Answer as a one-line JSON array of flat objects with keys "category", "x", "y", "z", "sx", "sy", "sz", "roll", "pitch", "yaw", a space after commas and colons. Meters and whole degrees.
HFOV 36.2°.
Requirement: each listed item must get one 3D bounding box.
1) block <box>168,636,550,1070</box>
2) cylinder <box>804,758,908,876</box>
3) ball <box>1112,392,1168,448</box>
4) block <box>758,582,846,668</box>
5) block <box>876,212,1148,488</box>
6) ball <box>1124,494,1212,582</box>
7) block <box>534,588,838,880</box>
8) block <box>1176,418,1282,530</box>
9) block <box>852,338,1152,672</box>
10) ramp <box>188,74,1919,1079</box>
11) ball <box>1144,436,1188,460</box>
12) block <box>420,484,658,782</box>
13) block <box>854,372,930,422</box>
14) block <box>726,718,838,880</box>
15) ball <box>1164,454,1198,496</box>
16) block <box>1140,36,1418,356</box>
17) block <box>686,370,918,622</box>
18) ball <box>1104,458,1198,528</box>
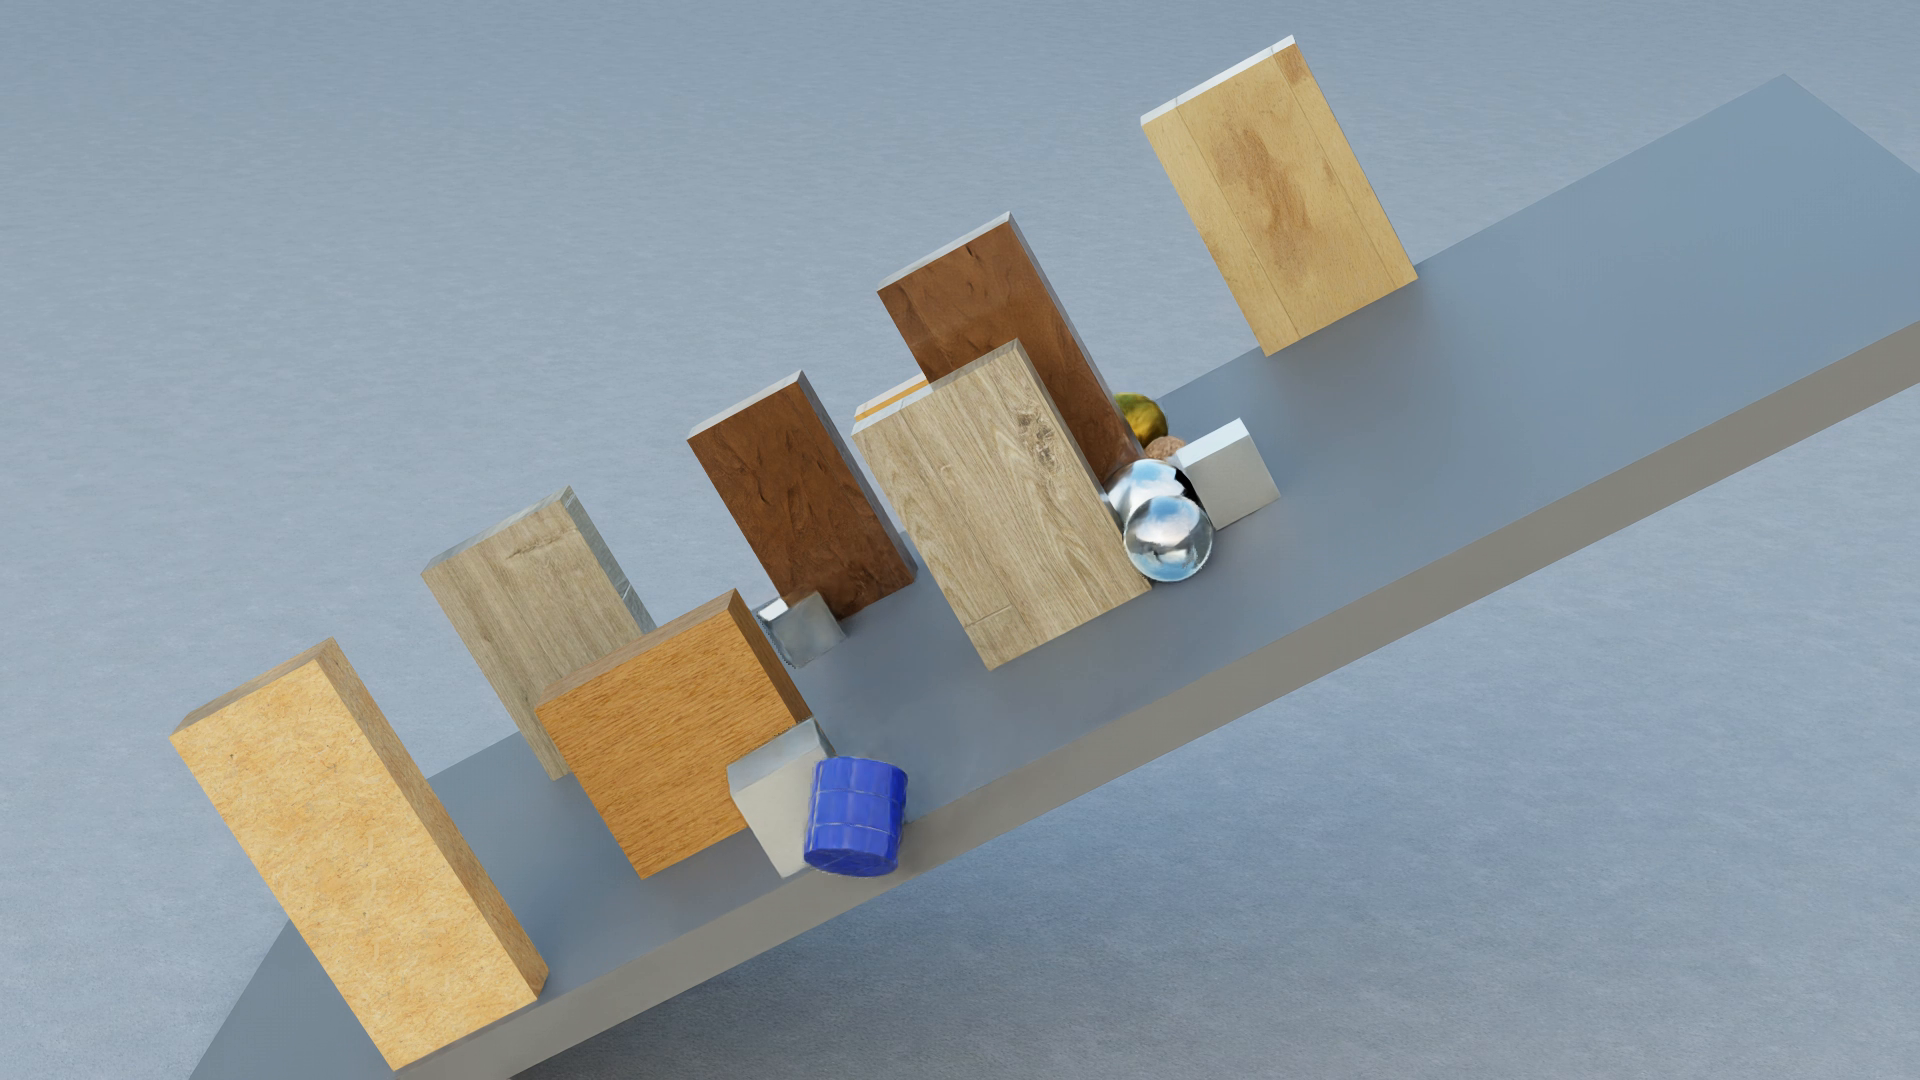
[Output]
[{"category": "block", "x": -1.126, "y": 0.597, "z": 5.550, "sx": 0.327, "sy": 0.776, "sz": 0.125, "roll": -27, "pitch": 14, "yaw": 11}, {"category": "cylinder", "x": -0.187, "y": 0.499, "z": 5.301, "sx": 0.170, "sy": 0.170, "sz": 0.170, "roll": 6, "pitch": -22, "yaw": 2}, {"category": "ball", "x": 0.368, "y": -0.235, "z": 6.474, "sx": 0.180, "sy": 0.180, "sz": 0.180, "roll": 0, "pitch": 18, "yaw": 0}, {"category": "block", "x": -0.361, "y": 0.195, "z": 6.718, "sx": 0.130, "sy": 0.130, "sz": 0.130, "roll": -32, "pitch": 14, "yaw": -9}, {"category": "block", "x": 0.147, "y": -0.278, "z": 6.081, "sx": 0.305, "sy": 0.741, "sz": 0.101, "roll": -27, "pitch": 14, "yaw": 11}, {"category": "ball", "x": 0.409, "y": -0.004, "z": 5.777, "sx": 0.173, "sy": 0.173, "sz": 0.173, "roll": 0, "pitch": 18, "yaw": 0}, {"category": "block", "x": -0.540, "y": 0.386, "z": 5.843, "sx": 0.444, "sy": 0.413, "sz": 0.130, "roll": -27, "pitch": 14, "yaw": 11}, {"category": "block", "x": 0.546, "y": -0.135, "z": 5.994, "sx": 0.148, "sy": 0.148, "sz": 0.148, "roll": -28, "pitch": 14, "yaw": 5}, {"category": "block", "x": 0.086, "y": -0.068, "z": 5.852, "sx": 0.371, "sy": 0.559, "sz": 0.089, "roll": -27, "pitch": 14, "yaw": 11}, {"category": "ramp", "x": 0.142, "y": 0.167, "z": 6.283, "sx": 4.000, "sy": 0.100, "sz": 2.000, "roll": -27, "pitch": 14, "yaw": 11}, {"category": "ball", "x": 0.449, "y": -0.167, "z": 6.370, "sx": 0.117, "sy": 0.117, "sz": 0.117, "roll": 0, "pitch": 18, "yaw": 0}, {"category": "block", "x": -0.930, "y": 0.219, "z": 6.849, "sx": 0.380, "sy": 0.582, "sz": 0.119, "roll": -27, "pitch": 14, "yaw": 11}, {"category": "block", "x": 0.066, "y": -0.172, "z": 6.419, "sx": 0.407, "sy": 0.475, "sz": 0.083, "roll": -27, "pitch": 14, "yaw": 11}, {"category": "block", "x": -0.303, "y": 0.481, "z": 5.504, "sx": 0.189, "sy": 0.189, "sz": 0.189, "roll": -30, "pitch": 14, "yaw": 0}, {"category": "ball", "x": 0.466, "y": -0.127, "z": 6.214, "sx": 0.111, "sy": 0.111, "sz": 0.111, "roll": 0, "pitch": 18, "yaw": 0}, {"category": "block", "x": 0.751, "y": -0.806, "z": 6.914, "sx": 0.400, "sy": 0.628, "sz": 0.126, "roll": -27, "pitch": 14, "yaw": 11}, {"category": "block", "x": -0.363, "y": -0.083, "z": 6.824, "sx": 0.294, "sy": 0.547, "sz": 0.107, "roll": -27, "pitch": 14, "yaw": 11}, {"category": "ball", "x": 0.383, "y": -0.065, "z": 5.977, "sx": 0.203, "sy": 0.203, "sz": 0.203, "roll": 0, "pitch": 18, "yaw": 0}]
